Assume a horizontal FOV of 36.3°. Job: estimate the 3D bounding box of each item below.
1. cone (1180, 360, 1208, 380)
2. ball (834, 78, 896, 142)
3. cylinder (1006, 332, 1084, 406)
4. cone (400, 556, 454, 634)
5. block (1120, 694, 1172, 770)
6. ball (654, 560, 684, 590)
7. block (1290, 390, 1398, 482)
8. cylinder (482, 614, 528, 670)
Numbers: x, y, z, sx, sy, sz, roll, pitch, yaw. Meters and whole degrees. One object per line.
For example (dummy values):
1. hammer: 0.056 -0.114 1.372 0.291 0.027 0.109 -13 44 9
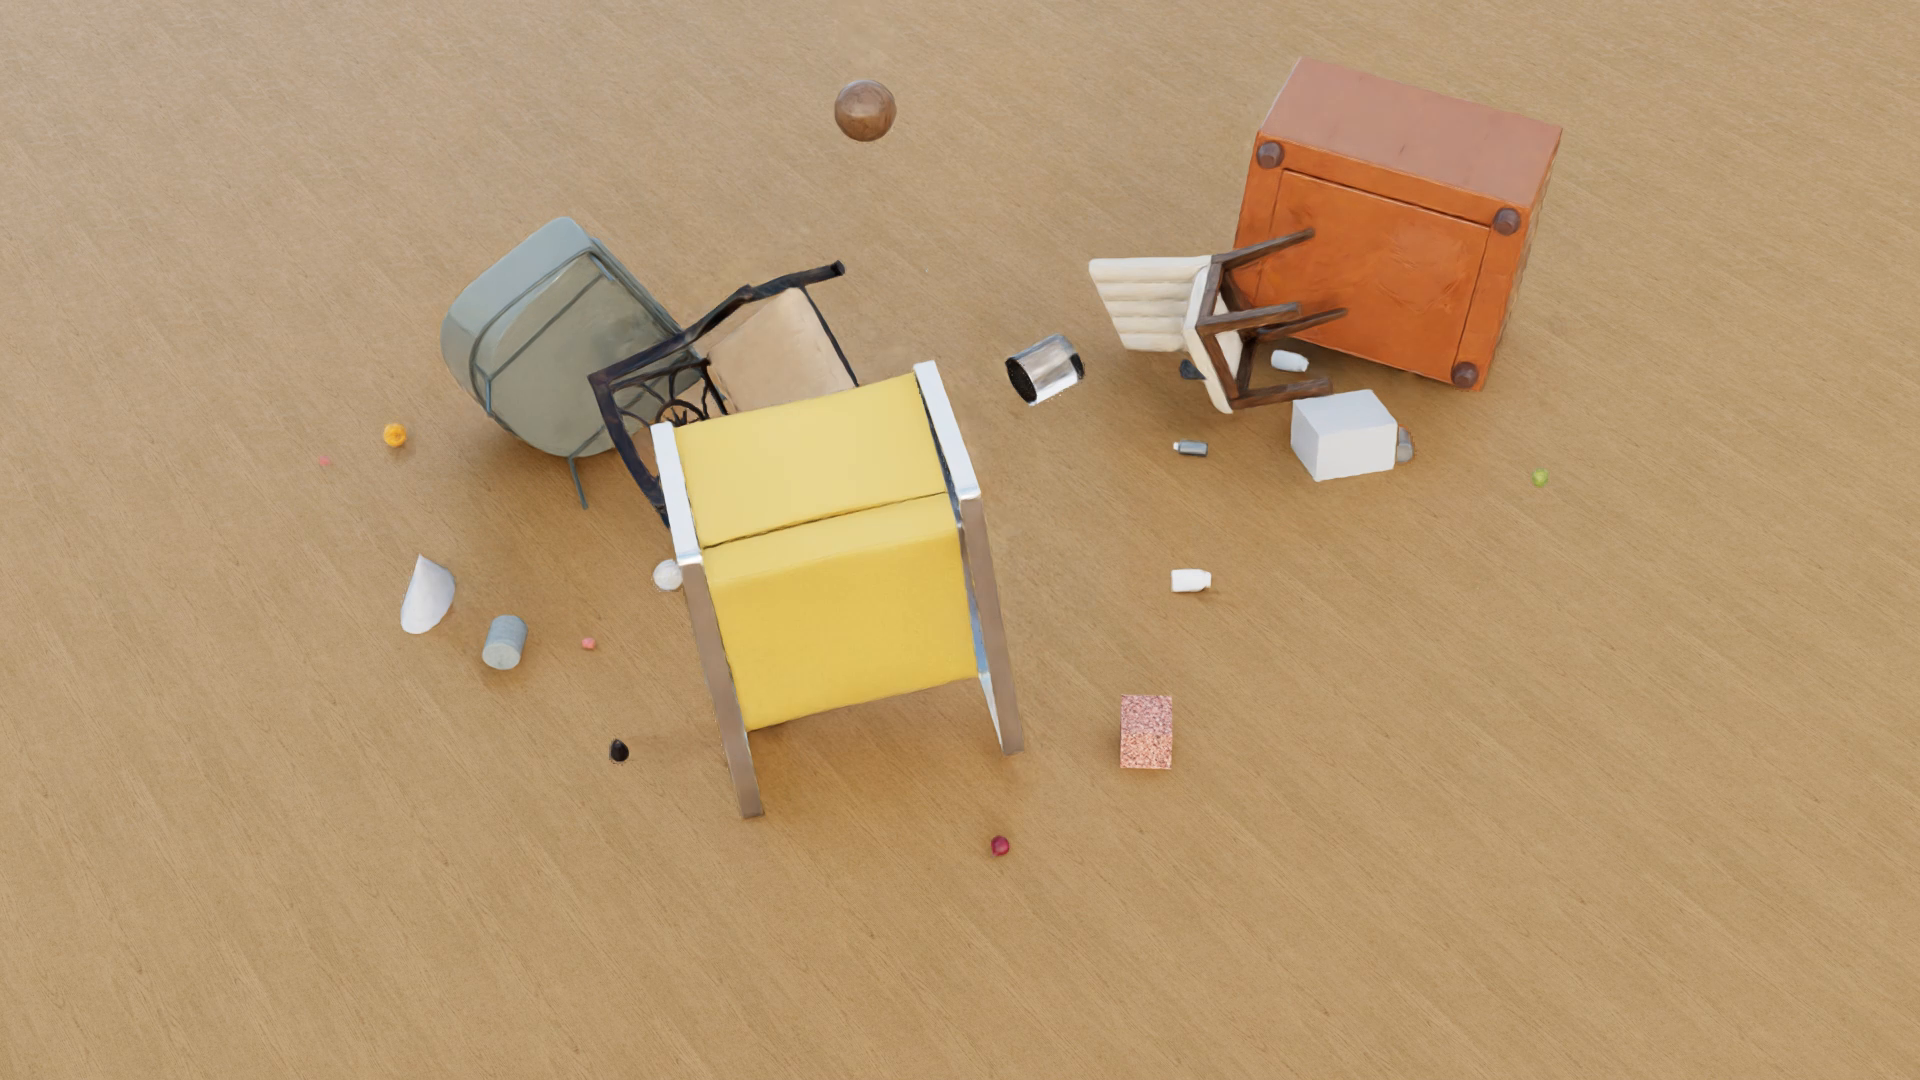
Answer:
1. cone: 0.887 -0.618 10.966 0.108 0.061 0.107 23 25 -27
2. ball: -0.380 -1.720 11.734 0.250 0.250 0.250 0 33 0
3. cylinder: 0.339 -0.681 11.676 0.269 0.214 0.122 -29 -1 -35
4. cone: -1.903 0.134 10.406 0.166 0.285 0.303 15 55 8
5. block: 0.625 0.643 9.839 0.169 0.143 0.219 2 33 2
6. ball: -1.057 0.128 10.648 0.112 0.112 0.112 0 33 0
7. block: 1.487 -0.408 11.376 0.323 0.207 0.270 -9 34 -13
8. cylinder: -1.597 0.358 10.298 0.134 0.113 0.172 2 33 2
